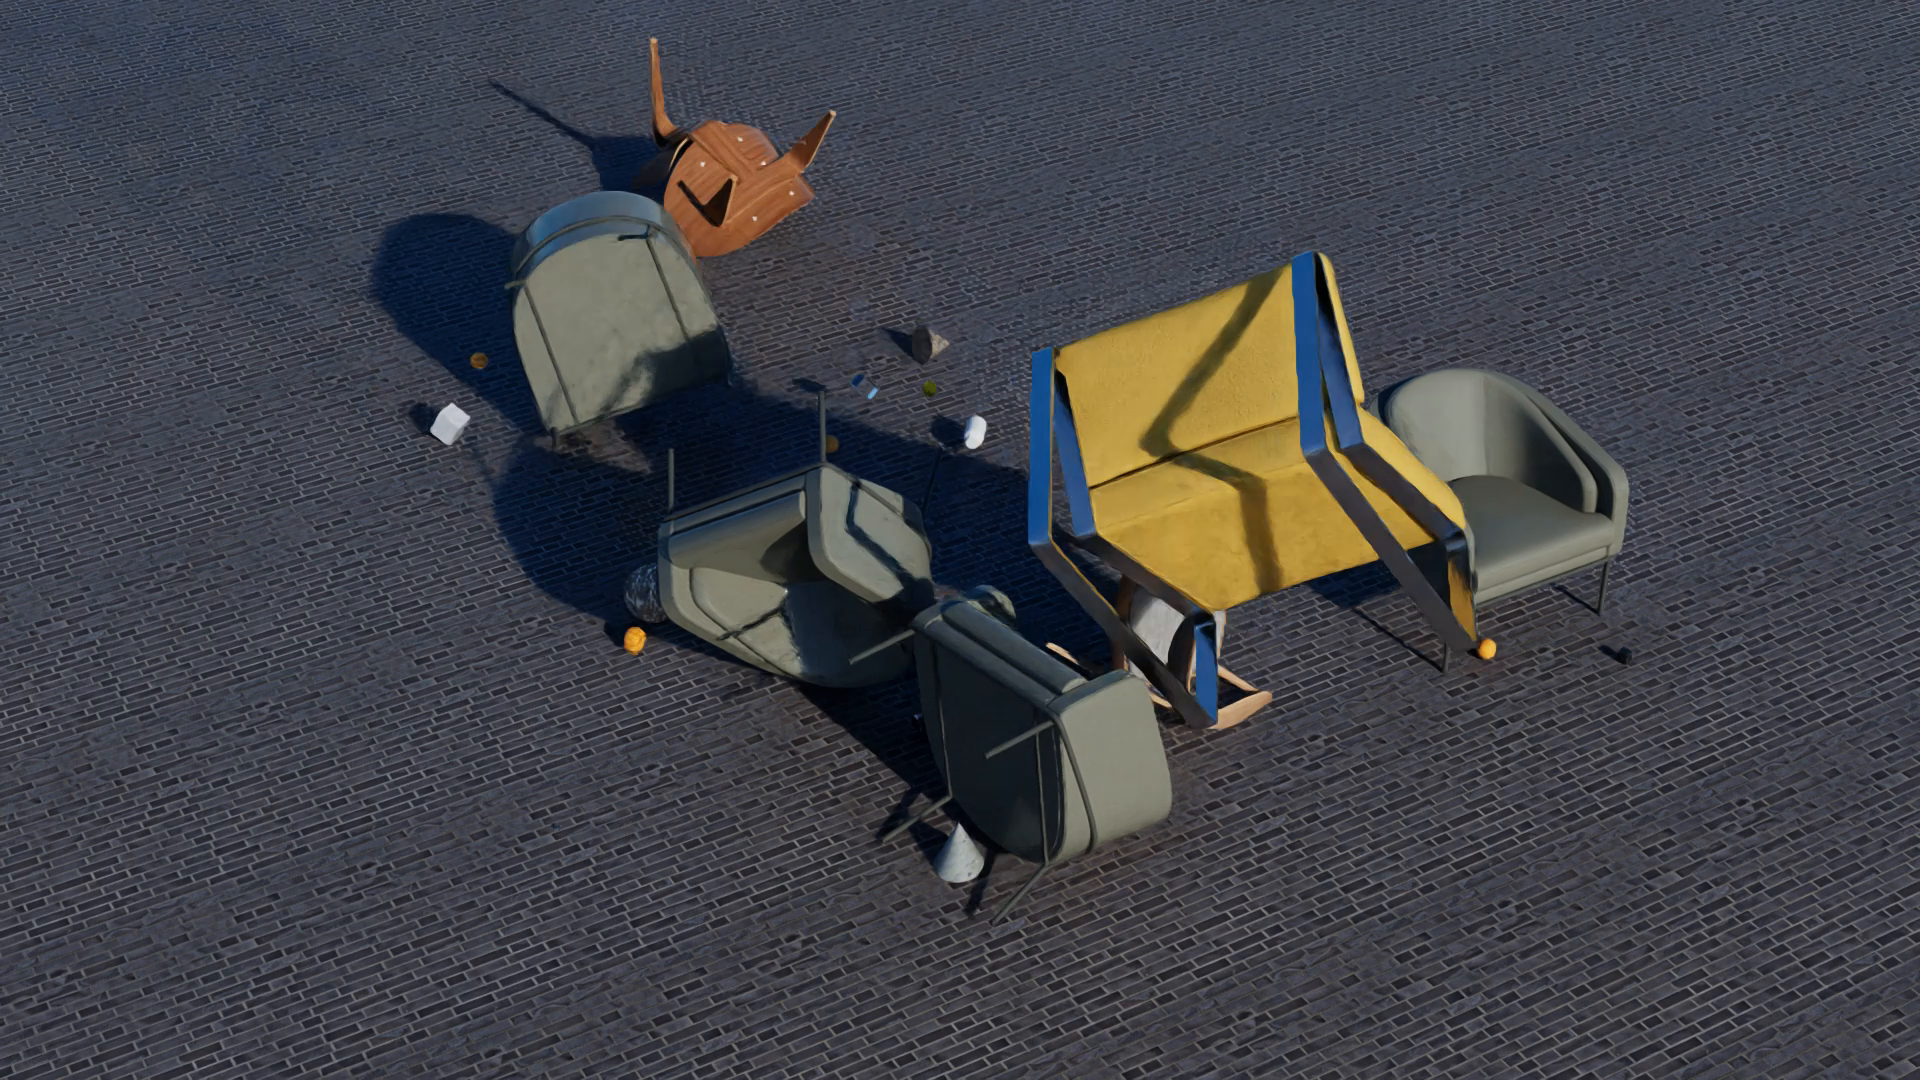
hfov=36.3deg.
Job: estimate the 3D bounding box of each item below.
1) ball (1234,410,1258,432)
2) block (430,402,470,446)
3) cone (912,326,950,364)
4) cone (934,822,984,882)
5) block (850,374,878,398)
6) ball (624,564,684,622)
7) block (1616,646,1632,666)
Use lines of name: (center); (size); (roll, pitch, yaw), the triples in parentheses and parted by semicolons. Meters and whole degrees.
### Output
ball: (1.129, -0.468, 11.572); (0.092, 0.092, 0.092); (0, 33, 0)
block: (-2.000, -0.454, 11.498); (0.097, 0.114, 0.089); (38, 40, 0)
cone: (-0.097, -0.806, 12.066); (0.151, 0.159, 0.147); (-5, 16, -37)
cone: (-0.003, 0.964, 9.323); (0.162, 0.174, 0.180); (9, 34, 13)
block: (-0.375, -0.604, 11.509); (0.053, 0.084, 0.059); (-51, 36, -6)
ball: (-1.094, 0.190, 10.464); (0.211, 0.211, 0.211); (0, 33, 0)
block: (2.331, 0.407, 10.286); (0.037, 0.044, 0.035); (26, 42, 34)
